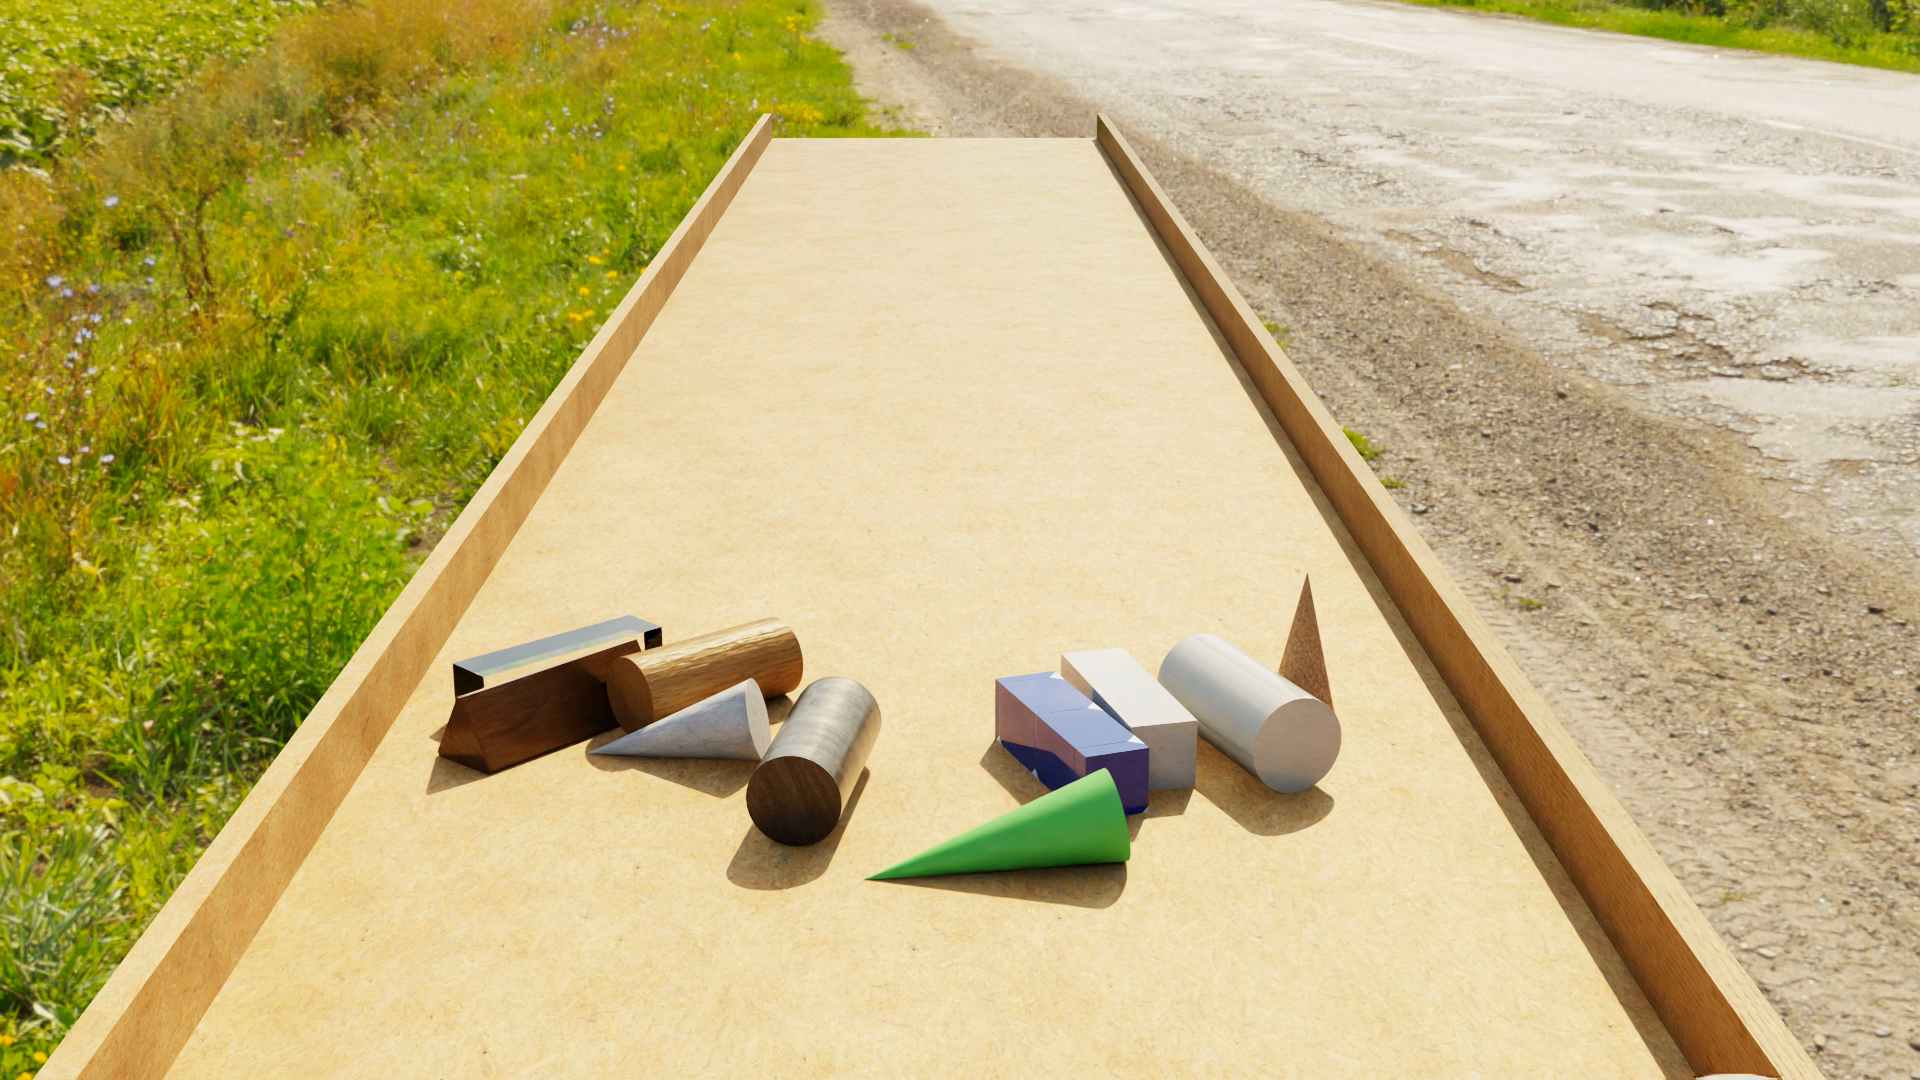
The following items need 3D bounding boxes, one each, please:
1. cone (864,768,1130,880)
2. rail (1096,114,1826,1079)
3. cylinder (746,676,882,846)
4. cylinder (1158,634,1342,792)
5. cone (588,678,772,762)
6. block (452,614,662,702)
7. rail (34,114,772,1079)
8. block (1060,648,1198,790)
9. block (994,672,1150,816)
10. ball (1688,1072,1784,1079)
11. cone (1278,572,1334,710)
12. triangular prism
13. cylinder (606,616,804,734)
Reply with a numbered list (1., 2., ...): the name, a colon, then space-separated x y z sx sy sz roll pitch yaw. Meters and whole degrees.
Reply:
1. cone: 0.047 0.484 3.467 0.418 0.152 0.152 -13 19 -8
2. rail: 0.932 -0.844 7.801 0.050 0.150 12.000 0 17 -1
3. cylinder: -0.242 0.368 3.713 0.157 0.157 0.373 2 17 8
4. cylinder: 0.509 0.303 3.909 0.172 0.172 0.364 -6 18 -21
5. cone: -0.513 0.351 3.918 0.321 0.150 0.150 -12 15 8
6. block: -0.762 0.250 4.203 0.405 0.105 0.105 -16 23 -42
7. rail: -1.118 -0.838 7.780 0.050 0.150 12.000 0 17 -1
8. block: 0.297 0.318 3.946 0.121 0.121 0.388 -4 17 -15
9. block: 0.189 0.354 3.834 0.116 0.116 0.400 -6 18 -20
10. ball: 0.797 0.715 2.217 0.346 0.346 0.346 0 17 0
11. cone: 0.622 0.206 3.979 0.143 0.316 0.143 0 17 0
12. triangular prism: -0.746 0.290 4.020 0.144 0.125 0.412 13 21 38
13. cylinder: -0.474 0.253 4.111 0.342 0.150 0.150 -14 22 -40
